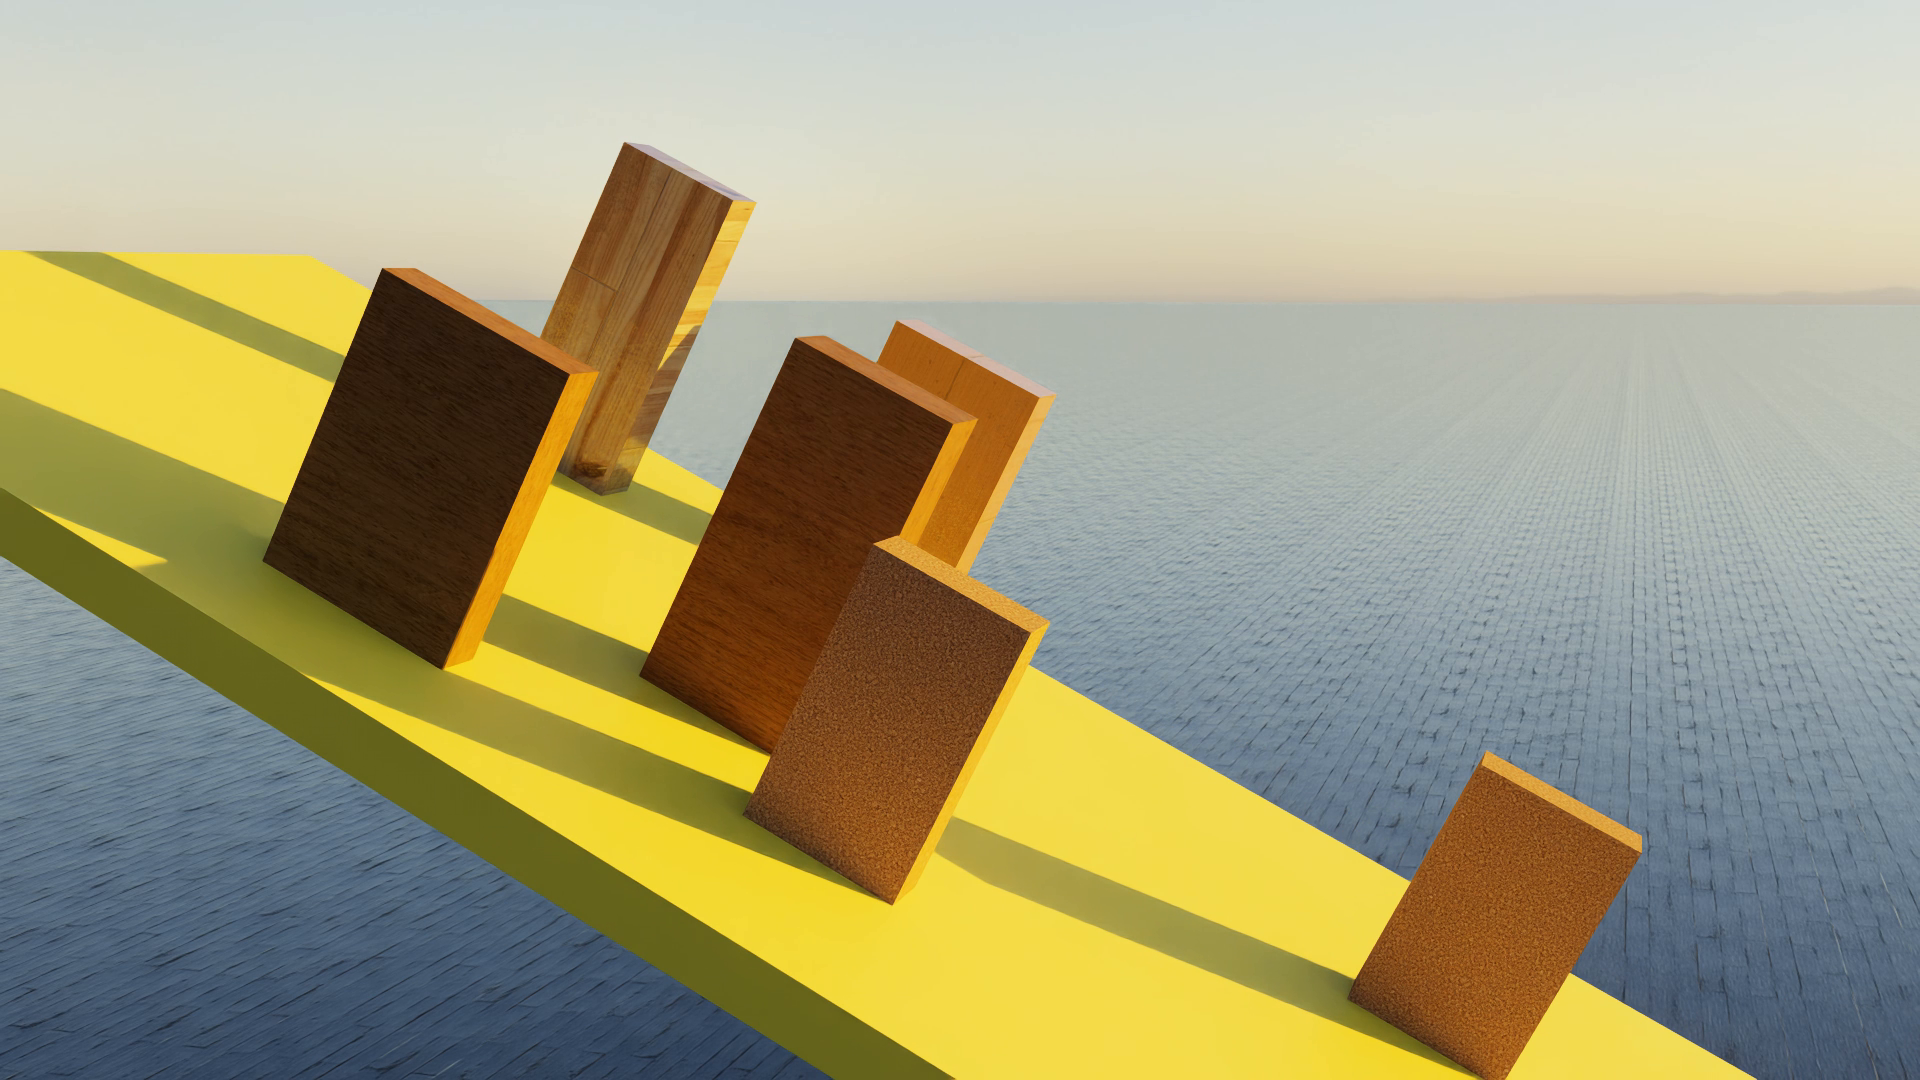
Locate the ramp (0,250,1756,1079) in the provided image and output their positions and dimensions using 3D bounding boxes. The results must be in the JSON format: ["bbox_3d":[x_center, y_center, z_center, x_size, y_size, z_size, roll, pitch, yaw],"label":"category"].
[{"bbox_3d":[-0.238,0.400,4.156,4.000,0.100,2.000,29,14,12],"label":"ramp"}]

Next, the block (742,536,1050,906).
[{"bbox_3d":[-0.105,0.288,3.532,0.288,0.506,0.116,29,14,12],"label":"block"}]

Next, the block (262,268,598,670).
[{"bbox_3d":[-0.865,-0.117,3.577,0.367,0.538,0.101,29,14,12],"label":"block"}]

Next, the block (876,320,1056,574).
[{"bbox_3d":[-0.092,-0.137,4.902,0.363,0.606,0.146,29,14,12],"label":"block"}]

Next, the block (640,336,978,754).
[{"bbox_3d":[-0.270,0.016,3.876,0.317,0.676,0.146,29,14,12],"label":"block"}]

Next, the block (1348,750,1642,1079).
[{"bbox_3d":[0.971,0.689,4.005,0.311,0.509,0.123,29,14,12],"label":"block"}]

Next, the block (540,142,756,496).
[{"bbox_3d":[-0.728,-0.478,4.786,0.279,0.709,0.129,29,14,12],"label":"block"}]
